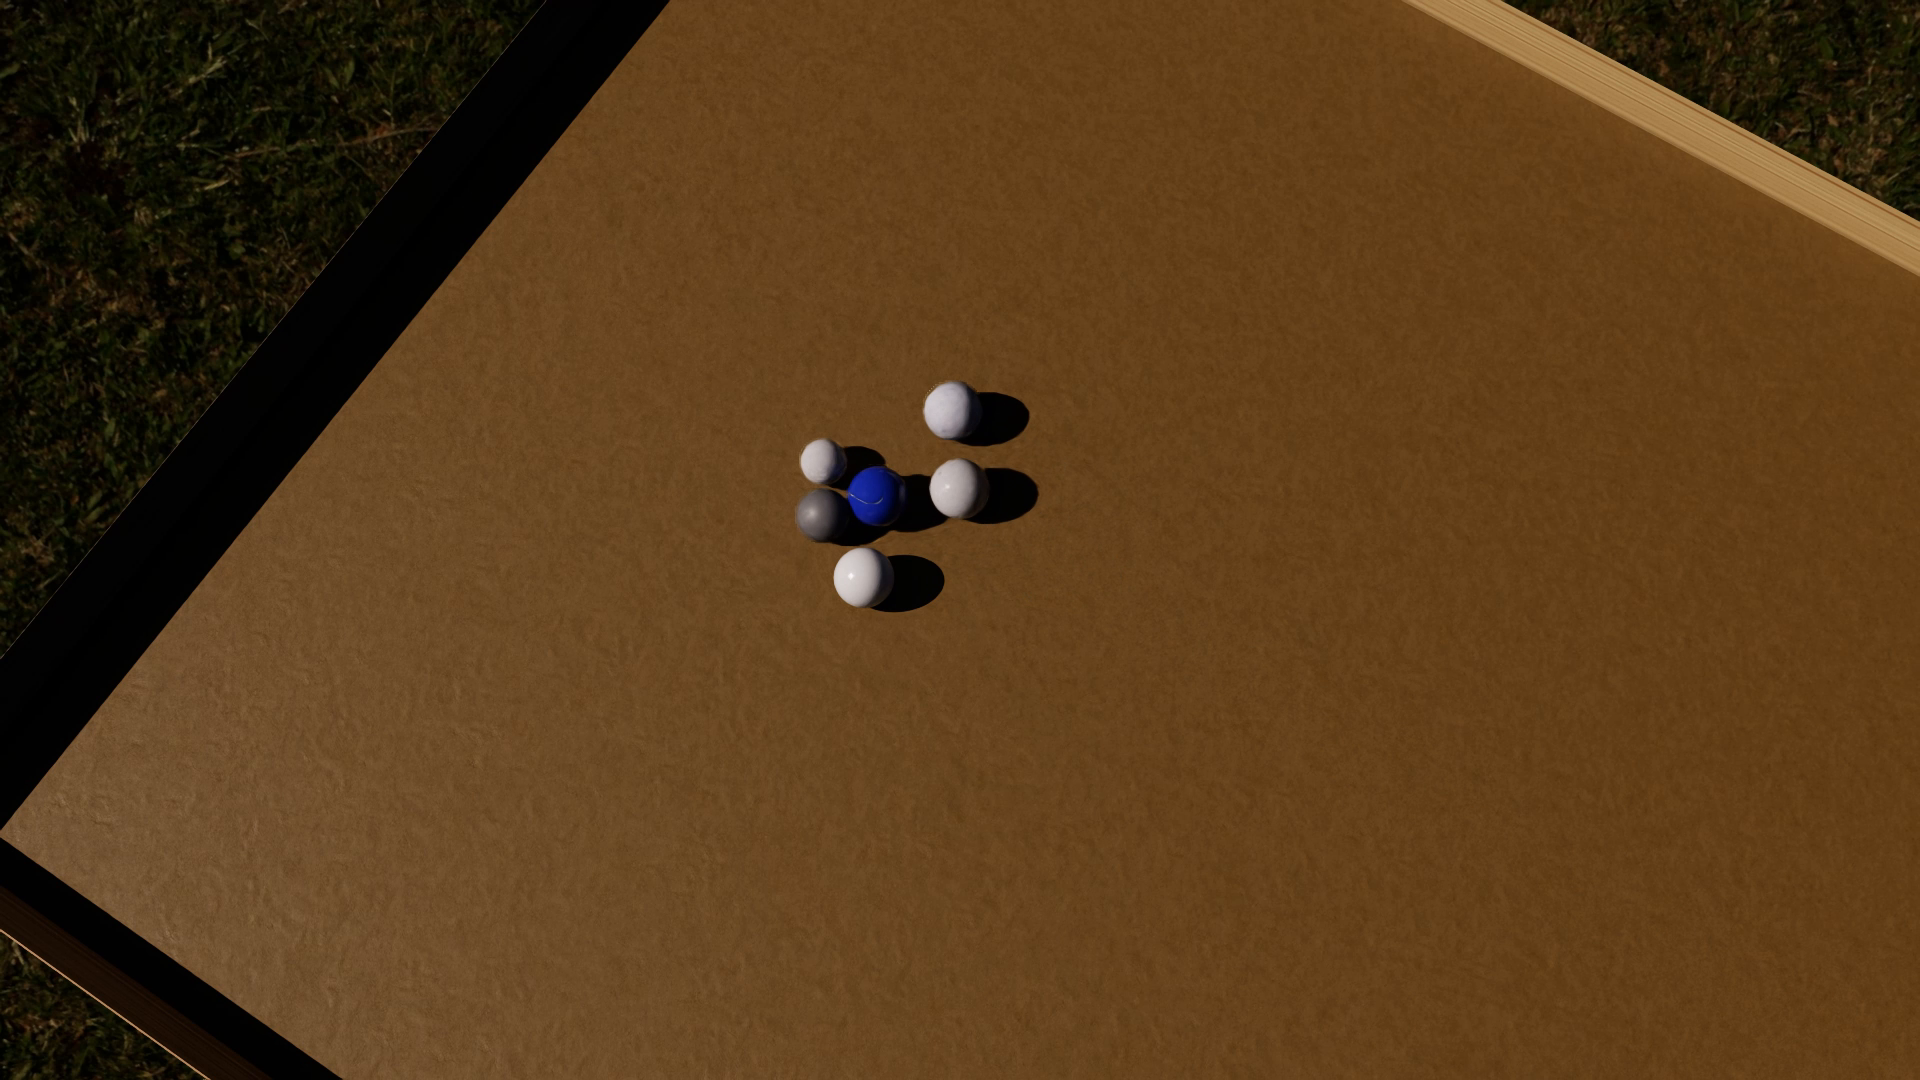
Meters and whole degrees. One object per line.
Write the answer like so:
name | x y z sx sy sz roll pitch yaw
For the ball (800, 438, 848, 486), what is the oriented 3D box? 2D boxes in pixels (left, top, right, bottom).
ball | -0.215 -0.123 3.477 0.074 0.074 0.074 0 70 0

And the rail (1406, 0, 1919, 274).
rail | 1.585 -0.435 3.561 4.331 0.125 0.045 31 73 11

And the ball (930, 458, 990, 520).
ball | 0.000 -0.080 3.451 0.095 0.095 0.095 0 70 0

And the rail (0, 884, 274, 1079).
rail | 0.232 1.530 2.856 4.331 0.125 0.045 31 73 11

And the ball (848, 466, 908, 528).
ball | -0.129 -0.068 3.446 0.096 0.096 0.096 0 70 0

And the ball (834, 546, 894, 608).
ball | -0.148 0.058 3.401 0.095 0.095 0.095 0 70 0

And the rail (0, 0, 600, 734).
rail | -0.889 -0.549 3.602 0.045 0.125 2.535 31 73 11

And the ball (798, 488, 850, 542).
ball | -0.213 -0.039 3.442 0.083 0.083 0.083 0 70 0

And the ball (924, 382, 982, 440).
ball | -0.011 -0.204 3.496 0.093 0.093 0.093 0 70 0
